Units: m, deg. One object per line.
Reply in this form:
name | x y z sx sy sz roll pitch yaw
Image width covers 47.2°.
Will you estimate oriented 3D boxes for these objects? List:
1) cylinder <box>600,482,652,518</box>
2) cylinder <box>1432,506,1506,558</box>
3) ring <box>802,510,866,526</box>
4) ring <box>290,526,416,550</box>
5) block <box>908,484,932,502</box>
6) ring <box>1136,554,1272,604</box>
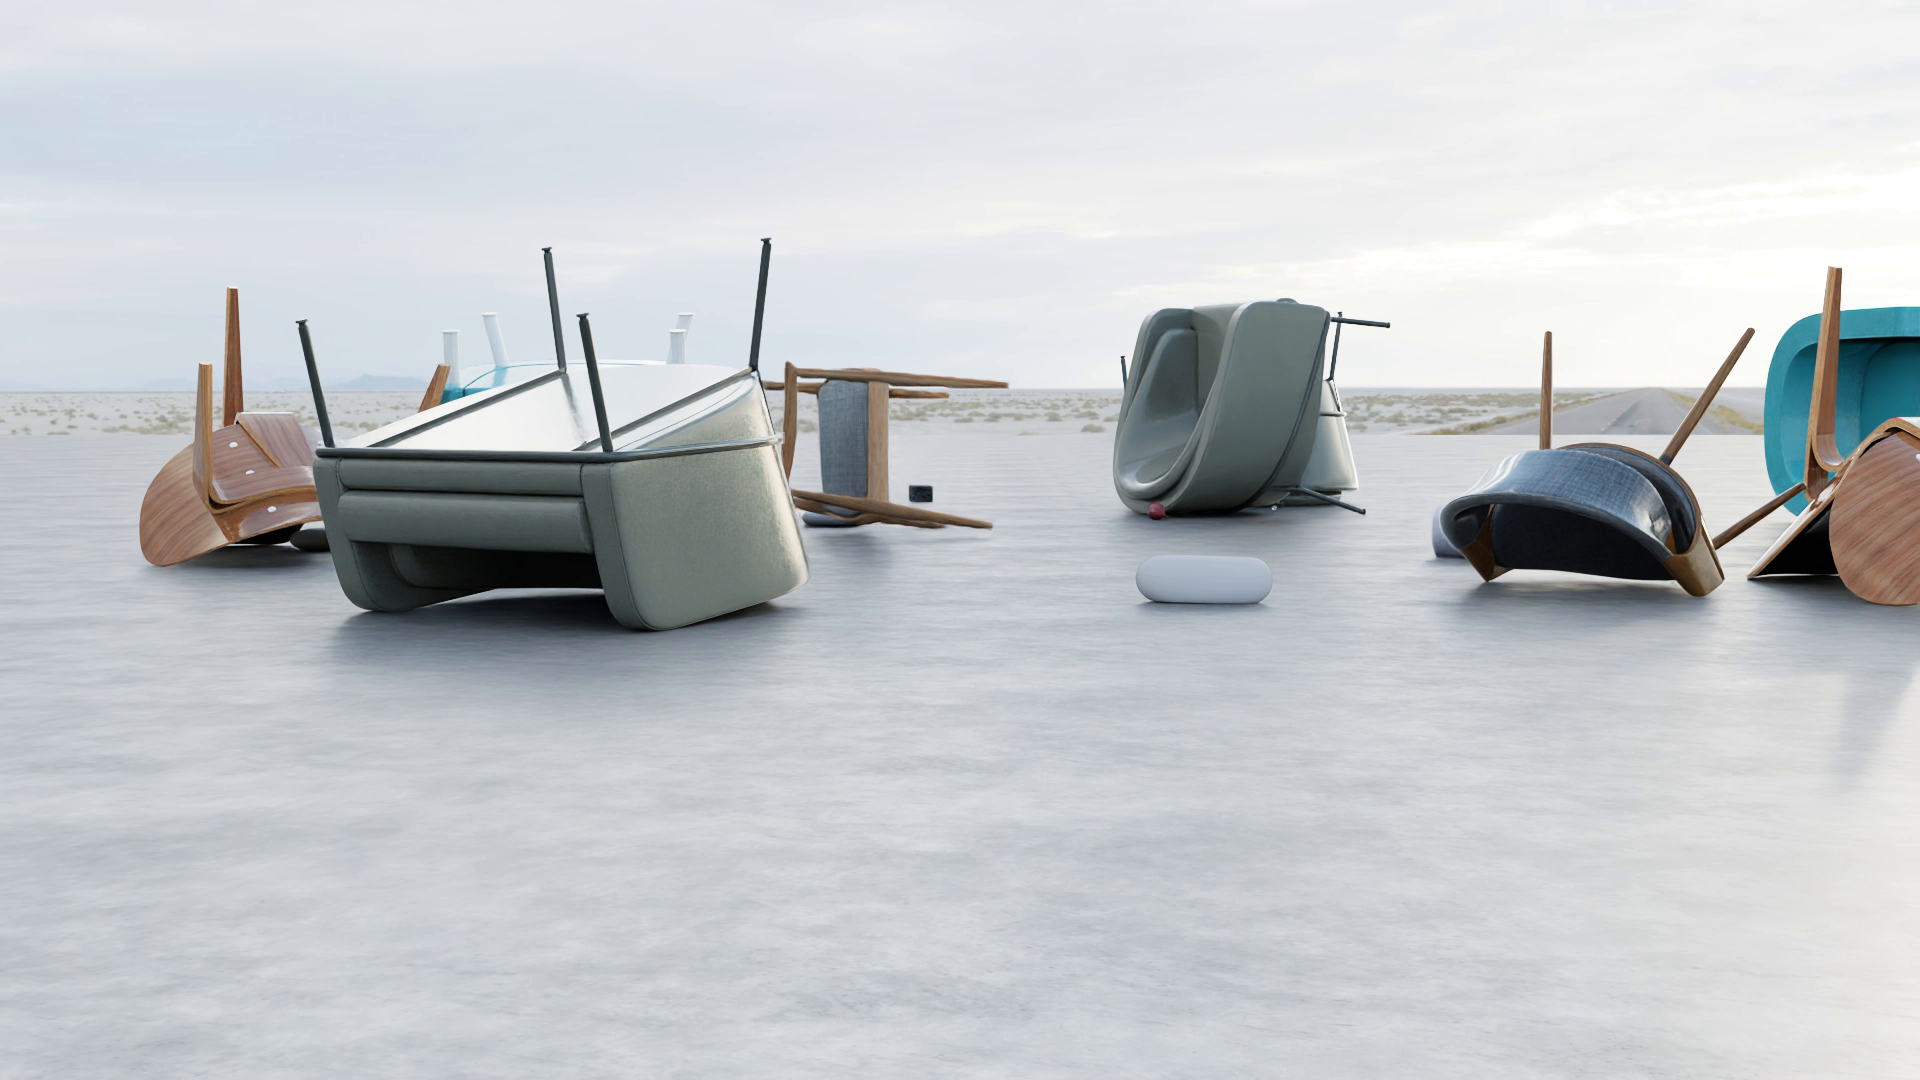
cylinder | -1.168 -0.140 7.688 0.172 0.134 0.113 -1 -41 -8
cylinder | 1.359 -0.022 5.872 0.166 0.136 0.136 2 -4 26
ring | -0.413 -0.072 7.243 0.212 0.048 0.219 0 3 -18
ring | -1.711 -0.006 6.203 0.352 0.060 0.218 -3 4 -29
block | -0.157 -0.185 8.779 0.079 0.064 0.115 -1 4 -10
ring | 0.514 0.083 4.636 0.288 0.098 0.110 1 1 8
